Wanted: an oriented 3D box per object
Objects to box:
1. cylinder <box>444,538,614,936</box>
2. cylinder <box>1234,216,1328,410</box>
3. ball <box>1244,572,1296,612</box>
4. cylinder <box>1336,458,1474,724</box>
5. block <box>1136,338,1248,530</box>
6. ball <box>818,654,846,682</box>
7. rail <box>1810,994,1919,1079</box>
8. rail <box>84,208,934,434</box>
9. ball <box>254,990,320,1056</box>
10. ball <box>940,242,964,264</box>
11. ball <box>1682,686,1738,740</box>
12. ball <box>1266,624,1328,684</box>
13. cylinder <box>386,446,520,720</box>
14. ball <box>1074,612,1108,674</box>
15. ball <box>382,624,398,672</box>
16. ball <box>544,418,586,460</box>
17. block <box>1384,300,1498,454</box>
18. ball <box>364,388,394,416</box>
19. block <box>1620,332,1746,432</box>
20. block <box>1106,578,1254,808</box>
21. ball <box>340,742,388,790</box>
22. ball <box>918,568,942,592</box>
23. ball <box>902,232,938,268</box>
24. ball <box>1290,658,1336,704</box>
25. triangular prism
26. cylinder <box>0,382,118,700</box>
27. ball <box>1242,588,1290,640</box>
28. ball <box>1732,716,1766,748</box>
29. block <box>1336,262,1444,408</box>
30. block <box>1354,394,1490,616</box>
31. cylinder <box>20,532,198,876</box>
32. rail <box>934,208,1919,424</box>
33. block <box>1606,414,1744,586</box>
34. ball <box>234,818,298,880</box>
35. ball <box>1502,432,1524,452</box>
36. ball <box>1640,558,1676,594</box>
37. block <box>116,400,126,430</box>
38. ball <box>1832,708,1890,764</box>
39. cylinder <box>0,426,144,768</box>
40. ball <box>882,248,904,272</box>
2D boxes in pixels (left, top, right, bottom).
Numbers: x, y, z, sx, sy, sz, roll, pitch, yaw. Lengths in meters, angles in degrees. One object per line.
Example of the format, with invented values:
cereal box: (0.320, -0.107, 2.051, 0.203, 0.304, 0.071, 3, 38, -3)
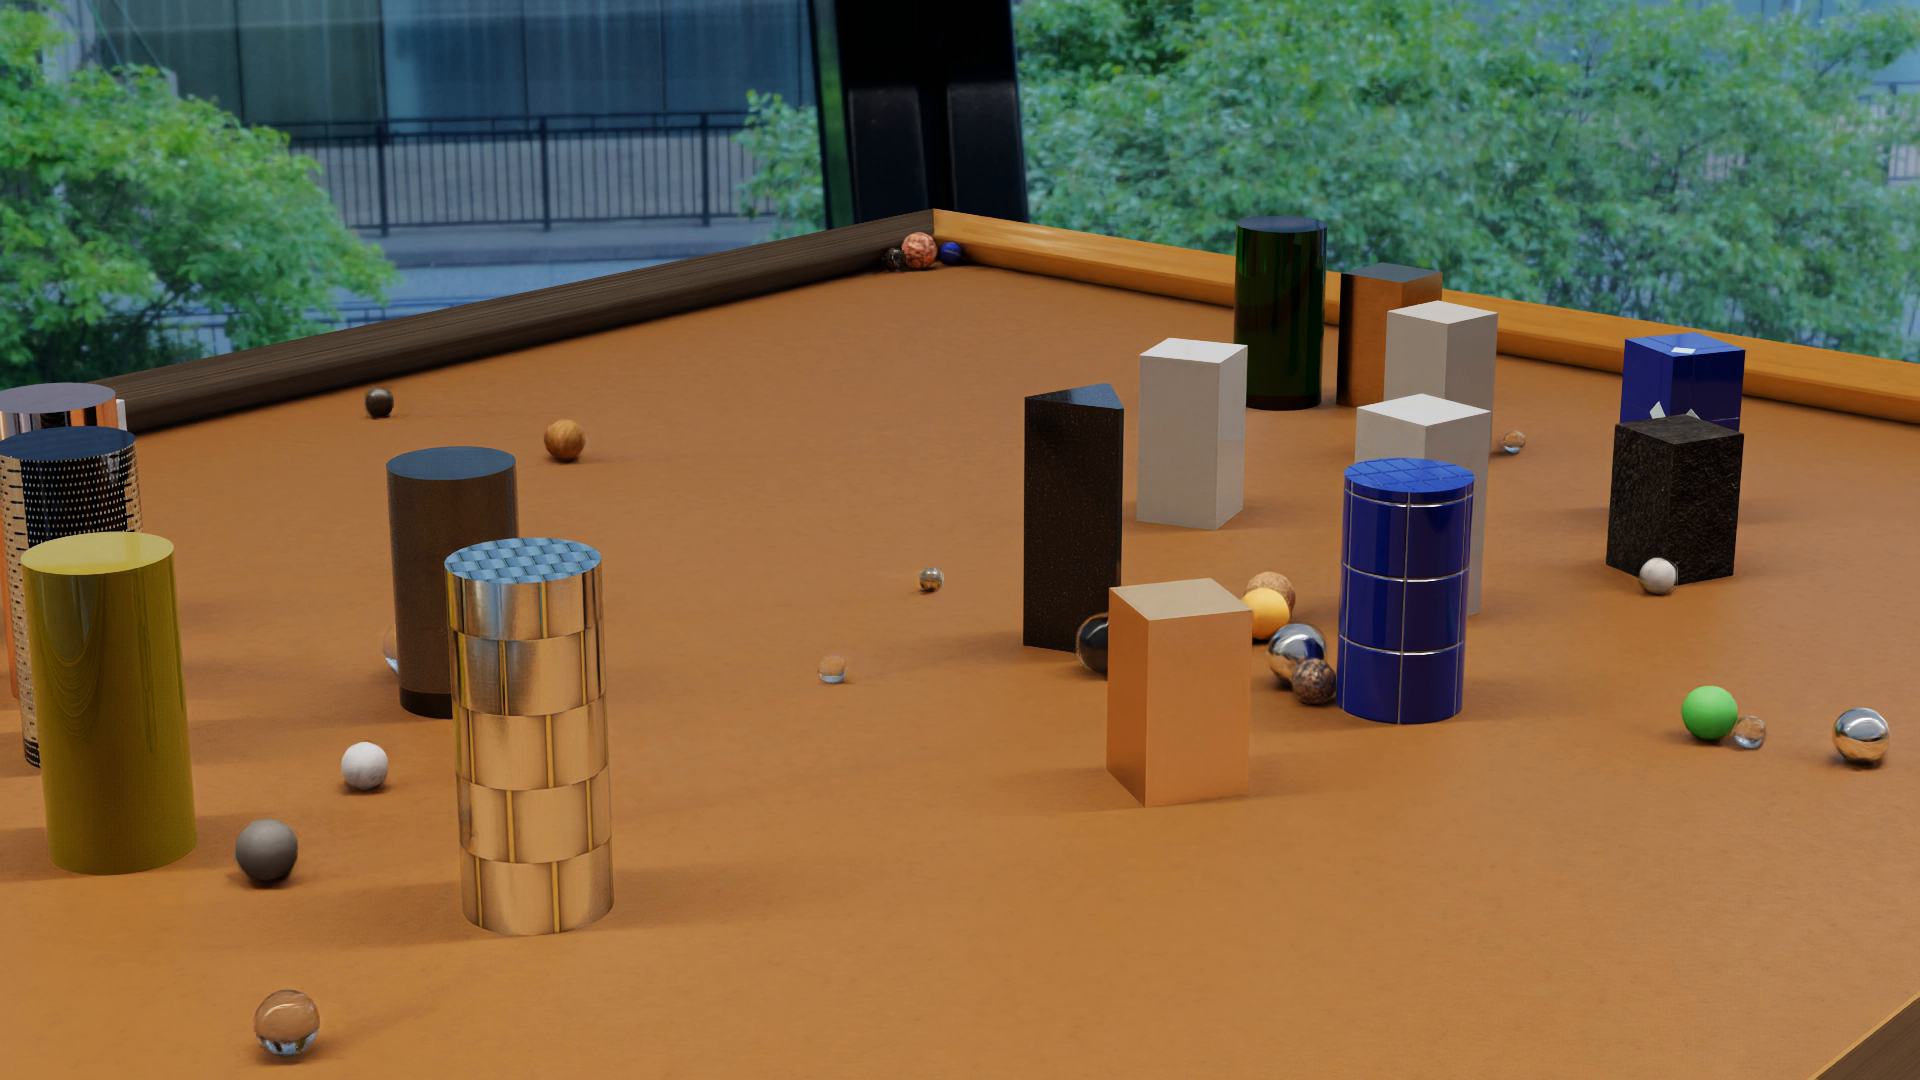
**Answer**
cylinder: (-0.555, 0.253, 3.793, 0.198, 0.474, 0.198, 0, 17, 0)
cylinder: (0.699, -0.498, 6.424, 0.198, 0.393, 0.198, 0, 17, 0)
ball: (0.525, 0.098, 4.977, 0.088, 0.088, 0.088, 0, 17, 0)
cylinder: (0.689, 0.078, 4.550, 0.198, 0.372, 0.198, 0, 17, 0)
block: (0.441, -0.203, 5.566, 0.158, 0.323, 0.158, 7, 18, 23)
ball: (-0.204, 0.205, 4.691, 0.046, 0.046, 0.046, 0, 17, 0)
rail: (1.528, 0.415, 3.850, 0.045, 0.129, 4.490, 14, 22, 39)
rail: (-1.528, -0.350, 6.390, 0.045, 0.129, 4.490, 14, 22, 39)
ball: (-0.790, 0.566, 3.441, 0.076, 0.076, 0.076, 0, 17, 0)
ball: (-0.022, -0.774, 7.917, 0.061, 0.061, 0.061, 0, 17, 0)
ball: (1.136, 0.261, 4.442, 0.083, 0.083, 0.083, 0, 17, 0)
ball: (0.539, 0.182, 4.677, 0.099, 0.099, 0.099, 0, 17, 0)
cylinder: (-0.784, 0.065, 4.573, 0.198, 0.384, 0.198, 0, 17, 0)
ball: (0.235, 0.166, 4.731, 0.099, 0.099, 0.099, 0, 17, 0)
ball: (-0.883, 0.172, 4.723, 0.092, 0.092, 0.092, 0, 17, 0)
ball: (-0.807, -0.205, 5.988, 0.084, 0.084, 0.084, 0, 17, 0)
block: (0.981, -0.321, 6.004, 0.158, 0.297, 0.158, -14, 22, -39)
ball: (-1.255, -0.299, 6.338, 0.062, 0.062, 0.062, 0, 17, 0)
block: (1.363, -0.207, 5.560, 0.158, 0.336, 0.158, -6, 18, -20)
block: (0.315, 0.219, 4.239, 0.158, 0.281, 0.158, -5, 18, -17)
ball: (-0.863, 0.327, 4.249, 0.068, 0.068, 0.068, 0, 17, 0)
ball: (-0.052, 0.069, 5.150, 0.042, 0.042, 0.042, 0, 17, 0)
ball: (-0.109, -0.776, 7.858, 0.097, 0.097, 0.097, 0, 17, 0)
ball: (0.554, 0.221, 4.598, 0.071, 0.071, 0.071, 0, 17, 0)
triangular prism: (0.212, -0.038, 4.847, 0.171, 0.422, 0.148, 8, 18, 24)
cylinder: (-1.411, 0.006, 4.614, 0.198, 0.473, 0.198, 0, 17, 0)
ball: (0.506, 0.123, 4.895, 0.086, 0.086, 0.086, 0, 17, 0)
ball: (1.188, 0.288, 4.410, 0.049, 0.049, 0.049, 0, 17, 0)
block: (0.938, -0.441, 6.408, 0.158, 0.293, 0.158, 15, 22, 40)
block: (0.783, -0.049, 4.998, 0.158, 0.357, 0.158, -13, 21, -36)
cylinder: (-1.154, 0.220, 3.986, 0.198, 0.425, 0.198, 0, 17, 0)
rail: (1.456, -0.452, 6.726, 4.094, 0.129, 0.045, 14, 22, 39)
block: (1.276, -0.072, 5.237, 0.158, 0.262, 0.158, -9, 19, -26)
ball: (-0.929, 0.415, 3.931, 0.083, 0.083, 0.083, 0, 17, 0)
ball: (1.142, -0.202, 6.045, 0.045, 0.045, 0.045, 0, 17, 0)
ball: (1.222, 0.063, 5.134, 0.063, 0.063, 0.063, 0, 17, 0)
block: (-1.506, -0.042, 4.943, 0.158, 0.374, 0.158, 5, 17, 16)
ball: (1.336, 0.289, 4.349, 0.083, 0.083, 0.083, 0, 17, 0)
cylinder: (-1.304, 0.086, 4.343, 0.198, 0.476, 0.198, 0, 17, 0)
ball: (-0.179, -0.748, 7.833, 0.060, 0.060, 0.060, 0, 17, 0)
